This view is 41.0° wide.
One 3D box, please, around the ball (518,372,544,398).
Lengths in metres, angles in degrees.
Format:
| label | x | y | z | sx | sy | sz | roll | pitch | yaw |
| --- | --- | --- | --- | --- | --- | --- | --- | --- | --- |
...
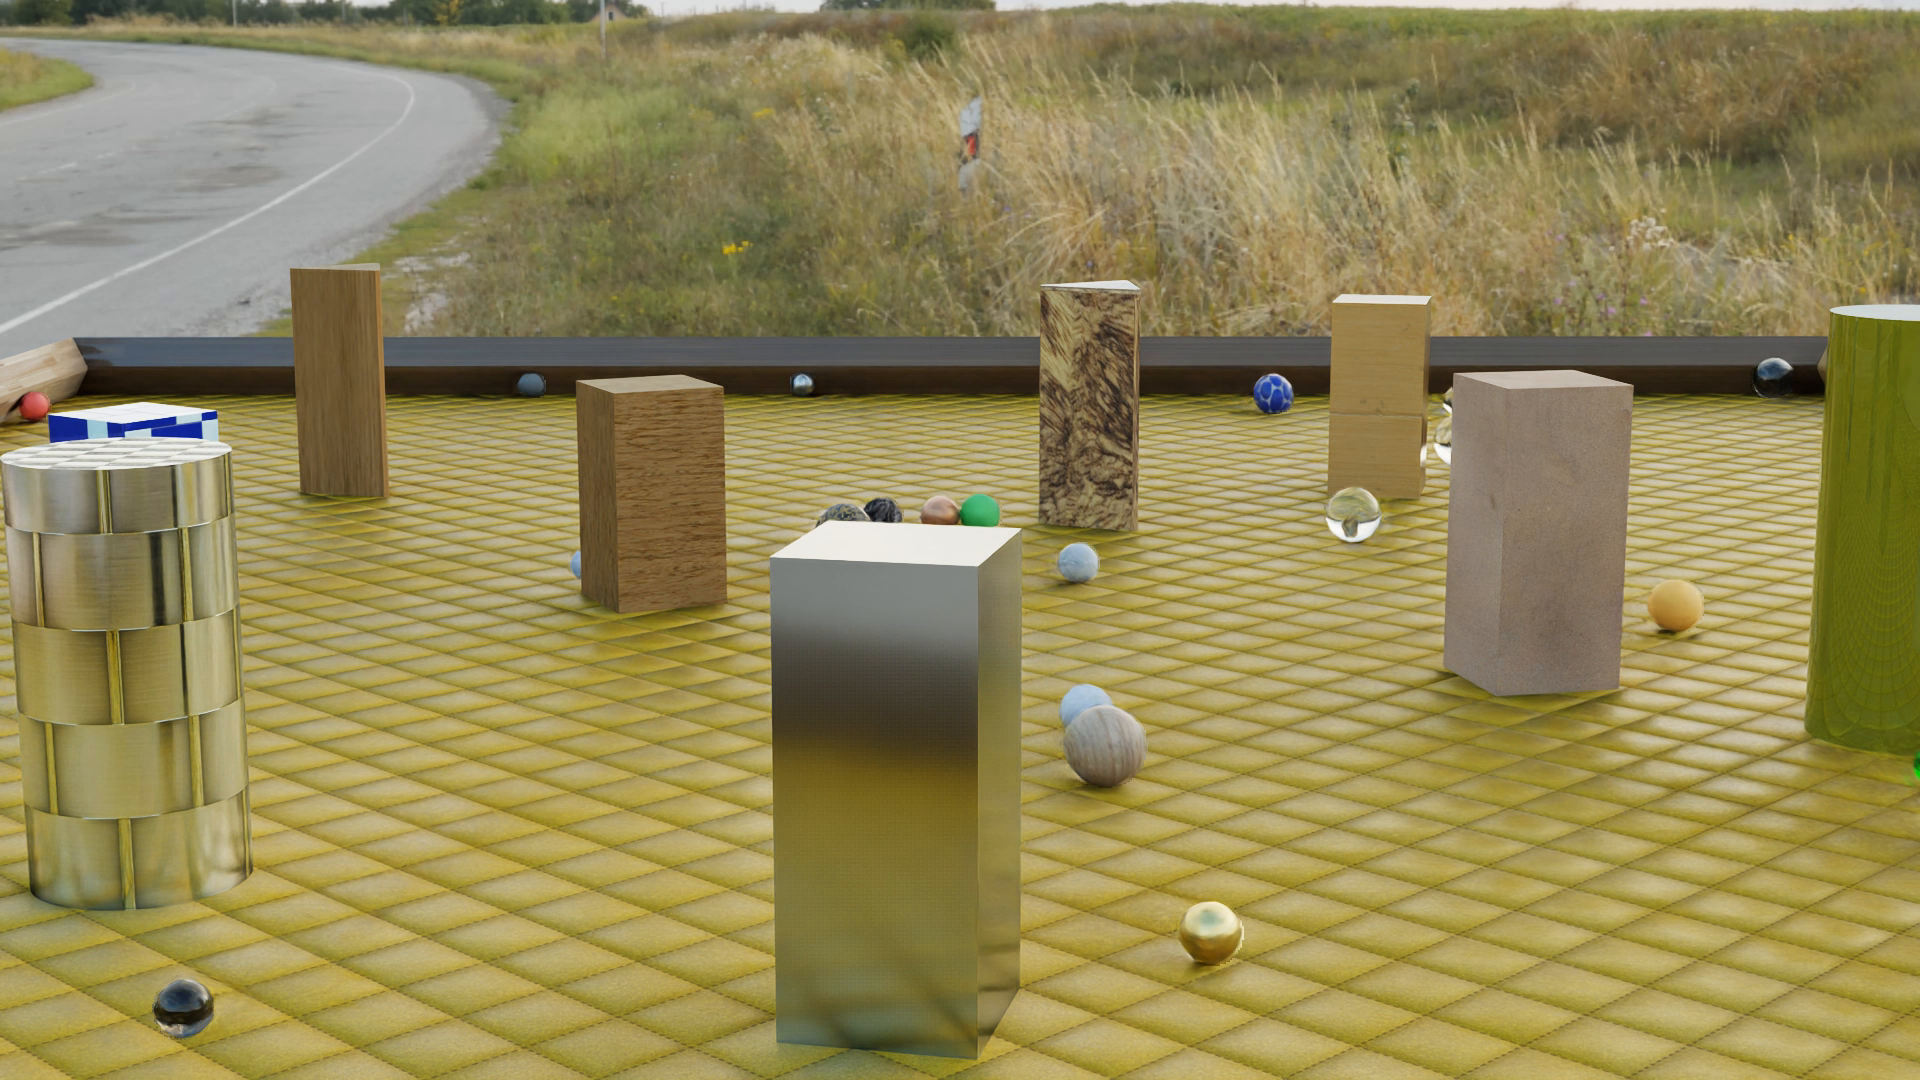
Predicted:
| label | x | y | z | sx | sy | sz | roll | pitch | yaw |
| --- | --- | --- | --- | --- | --- | --- | --- | --- | --- |
| ball | -0.947 | -0.341 | 5.658 | 0.056 | 0.056 | 0.056 | 0 | 11 | 0 |

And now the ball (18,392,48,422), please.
| label | x | y | z | sx | sy | sz | roll | pitch | yaw |
| --- | --- | --- | --- | --- | --- | --- | --- | --- | --- |
| ball | -1.911 | -0.275 | 5.294 | 0.059 | 0.059 | 0.059 | 0 | 11 | 0 |

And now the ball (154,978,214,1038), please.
| label | x | y | z | sx | sy | sz | roll | pitch | yaw |
| --- | --- | --- | --- | --- | --- | --- | --- | --- | --- |
| ball | -0.588 | 0.355 | 1.944 | 0.044 | 0.044 | 0.044 | 0 | 11 | 0 |

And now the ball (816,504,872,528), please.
| label | x | y | z | sx | sy | sz | roll | pitch | yaw |
| --- | --- | --- | --- | --- | --- | --- | --- | --- | --- |
| ball | -0.171 | -0.010 | 3.793 | 0.087 | 0.087 | 0.087 | 0 | 11 | 0 |

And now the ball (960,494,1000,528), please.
| label | x | y | z | sx | sy | sz | roll | pitch | yaw |
| --- | --- | --- | --- | --- | --- | --- | --- | --- | --- |
| ball | 0.032 | -0.041 | 4.027 | 0.062 | 0.062 | 0.062 | 0 | 11 | 0 |

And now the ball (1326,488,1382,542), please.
| label | x | y | z | sx | sy | sz | roll | pitch | yaw |
| --- | --- | --- | --- | --- | --- | --- | --- | --- | --- |
| ball | 0.606 | -0.039 | 3.955 | 0.084 | 0.084 | 0.084 | 0 | 11 | 0 |

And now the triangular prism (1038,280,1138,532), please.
| label | x | y | z | sx | sy | sz | roll | pitch | yaw |
| --- | --- | --- | --- | --- | --- | --- | --- | --- | --- |
| triangular prism | 0.234 | -0.220 | 4.117 | 0.168 | 0.381 | 0.146 | 5 | 12 | 26 |

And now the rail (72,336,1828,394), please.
| label | x | y | z | sx | sy | sz | roll | pitch | yaw |
| --- | --- | --- | --- | --- | --- | --- | --- | --- | --- |
| rail | -0.013 | -0.386 | 5.701 | 3.921 | 0.126 | 0.045 | 0 | 11 | 0 |

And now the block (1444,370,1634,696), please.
| label | x | y | z | sx | sy | sz | roll | pitch | yaw |
| --- | --- | --- | --- | --- | --- | --- | --- | --- | --- |
| block | 0.685 | -0.012 | 3.052 | 0.156 | 0.361 | 0.156 | -2 | 11 | -12 |

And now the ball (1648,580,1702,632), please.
| label | x | y | z | sx | sy | sz | roll | pitch | yaw |
| --- | --- | --- | --- | --- | --- | --- | --- | --- | --- |
| ball | 0.928 | 0.085 | 3.332 | 0.068 | 0.068 | 0.068 | 0 | 11 | 0 |

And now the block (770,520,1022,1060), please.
| label | x | y | z | sx | sy | sz | roll | pitch | yaw |
| --- | --- | --- | --- | --- | --- | --- | --- | --- | --- |
| block | -0.045 | 0.185 | 1.958 | 0.156 | 0.373 | 0.156 | 2 | 11 | 13 |

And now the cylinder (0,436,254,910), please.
| label | x | y | z | sx | sy | sz | roll | pitch | yaw |
| --- | --- | --- | --- | --- | --- | --- | --- | --- | --- |
| cylinder | -0.742 | 0.114 | 2.296 | 0.194 | 0.389 | 0.194 | 0 | 11 | 0 |

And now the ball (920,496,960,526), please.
| label | x | y | z | sx | sy | sz | roll | pitch | yaw |
| --- | --- | --- | --- | --- | --- | --- | --- | --- | --- |
| ball | -0.031 | -0.039 | 4.016 | 0.061 | 0.061 | 0.061 | 0 | 11 | 0 |

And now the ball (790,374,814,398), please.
| label | x | y | z | sx | sy | sz | roll | pitch | yaw |
| --- | --- | --- | --- | --- | --- | --- | --- | --- | --- |
| ball | -0.348 | -0.343 | 5.675 | 0.053 | 0.053 | 0.053 | 0 | 11 | 0 |

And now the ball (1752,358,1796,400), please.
| label | x | y | z | sx | sy | sz | roll | pitch | yaw |
| --- | --- | --- | --- | --- | --- | --- | --- | --- | --- |
| ball | 1.787 | -0.355 | 5.636 | 0.092 | 0.092 | 0.092 | 0 | 11 | 0 |

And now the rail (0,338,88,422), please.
| label | x | y | z | sx | sy | sz | roll | pitch | yaw |
| --- | --- | --- | --- | --- | --- | --- | --- | --- | --- |
| rail | -1.937 | 0.035 | 3.438 | 0.045 | 0.126 | 4.628 | 0 | 11 | 0 |

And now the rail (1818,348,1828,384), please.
| label | x | y | z | sx | sy | sz | roll | pitch | yaw |
| --- | --- | --- | --- | --- | --- | --- | --- | --- | --- |
| rail | 1.937 | 0.030 | 3.460 | 0.045 | 0.126 | 4.628 | 0 | 11 | 0 |

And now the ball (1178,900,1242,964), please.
| label | x | y | z | sx | sy | sz | roll | pitch | yaw |
| --- | --- | --- | --- | --- | --- | --- | --- | --- | --- |
| ball | 0.205 | 0.322 | 2.103 | 0.051 | 0.051 | 0.051 | 0 | 11 | 0 |

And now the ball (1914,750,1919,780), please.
| label | x | y | z | sx | sy | sz | roll | pitch | yaw |
| --- | --- | --- | --- | --- | --- | --- | --- | --- | --- |
| ball | 0.994 | 0.228 | 2.592 | 0.057 | 0.057 | 0.057 | 0 | 11 | 0 |

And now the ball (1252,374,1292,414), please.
| label | x | y | z | sx | sy | sz | roll | pitch | yaw |
| --- | --- | --- | --- | --- | --- | --- | --- | --- | --- |
| ball | 0.660 | -0.309 | 5.410 | 0.084 | 0.084 | 0.084 | 0 | 11 | 0 |

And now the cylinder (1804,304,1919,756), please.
| label | x | y | z | sx | sy | sz | roll | pitch | yaw |
| --- | --- | --- | --- | --- | --- | --- | --- | --- | --- |
| cylinder | 1.033 | -0.015 | 2.788 | 0.194 | 0.464 | 0.194 | 0 | 11 | 0 |

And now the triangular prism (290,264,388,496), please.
| label | x | y | z | sx | sy | sz | roll | pitch | yaw |
| --- | --- | --- | --- | --- | --- | --- | --- | --- | --- |
| triangular prism | -1.035 | -0.280 | 4.428 | 0.168 | 0.385 | 0.146 | 3 | 11 | 16 |

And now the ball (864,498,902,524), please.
| label | x | y | z | sx | sy | sz | roll | pitch | yaw |
| --- | --- | --- | --- | --- | --- | --- | --- | --- | --- |
| ball | -0.122 | -0.035 | 3.995 | 0.062 | 0.062 | 0.062 | 0 | 11 | 0 |

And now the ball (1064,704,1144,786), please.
| label | x | y | z | sx | sy | sz | roll | pitch | yaw |
| --- | --- | --- | --- | --- | --- | --- | --- | --- | --- |
| ball | 0.147 | 0.210 | 2.621 | 0.083 | 0.083 | 0.083 | 0 | 11 | 0 |

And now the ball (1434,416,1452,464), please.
| label | x | y | z | sx | sy | sz | roll | pitch | yaw |
| --- | --- | --- | --- | --- | --- | --- | --- | --- | --- |
| ball | 0.916 | -0.182 | 4.692 | 0.097 | 0.097 | 0.097 | 0 | 11 | 0 |

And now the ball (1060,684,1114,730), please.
| label | x | y | z | sx | sy | sz | roll | pitch | yaw |
| --- | --- | --- | --- | --- | --- | --- | --- | --- | --- |
| ball | 0.139 | 0.187 | 2.804 | 0.059 | 0.059 | 0.059 | 0 | 11 | 0 |

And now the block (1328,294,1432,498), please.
| label | x | y | z | sx | sy | sz | roll | pitch | yaw |
| --- | --- | --- | --- | --- | --- | --- | --- | --- | --- |
| block | 0.722 | -0.249 | 4.413 | 0.156 | 0.330 | 0.156 | 3 | 11 | 13 |

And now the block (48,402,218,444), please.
| label | x | y | z | sx | sy | sz | roll | pitch | yaw |
| --- | --- | --- | --- | --- | --- | --- | --- | --- | --- |
| block | -1.120 | -0.044 | 3.498 | 0.156 | 0.261 | 0.156 | 7 | 13 | 34 |

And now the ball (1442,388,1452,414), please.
| label | x | y | z | sx | sy | sz | roll | pitch | yaw |
| --- | --- | --- | --- | --- | --- | --- | --- | --- | --- |
| ball | 1.044 | -0.292 | 5.384 | 0.060 | 0.060 | 0.060 | 0 | 11 | 0 |

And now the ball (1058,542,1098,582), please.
| label | x | y | z | sx | sy | sz | roll | pitch | yaw |
| --- | --- | --- | --- | --- | --- | --- | --- | --- | --- |
| ball | 0.167 | 0.033 | 3.644 | 0.057 | 0.057 | 0.057 | 0 | 11 | 0 |

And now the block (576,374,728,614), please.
| label | x | y | z | sx | sy | sz | roll | pitch | yaw |
| --- | --- | --- | --- | --- | --- | --- | --- | --- | --- |
| block | -0.423 | -0.066 | 3.517 | 0.156 | 0.298 | 0.156 | -5 | 12 | -27 |

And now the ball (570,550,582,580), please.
| label | x | y | z | sx | sy | sz | roll | pitch | yaw |
| --- | --- | --- | --- | --- | --- | --- | --- | --- | --- |
| ball | -0.534 | 0.035 | 3.663 | 0.046 | 0.046 | 0.046 | 0 | 11 | 0 |
